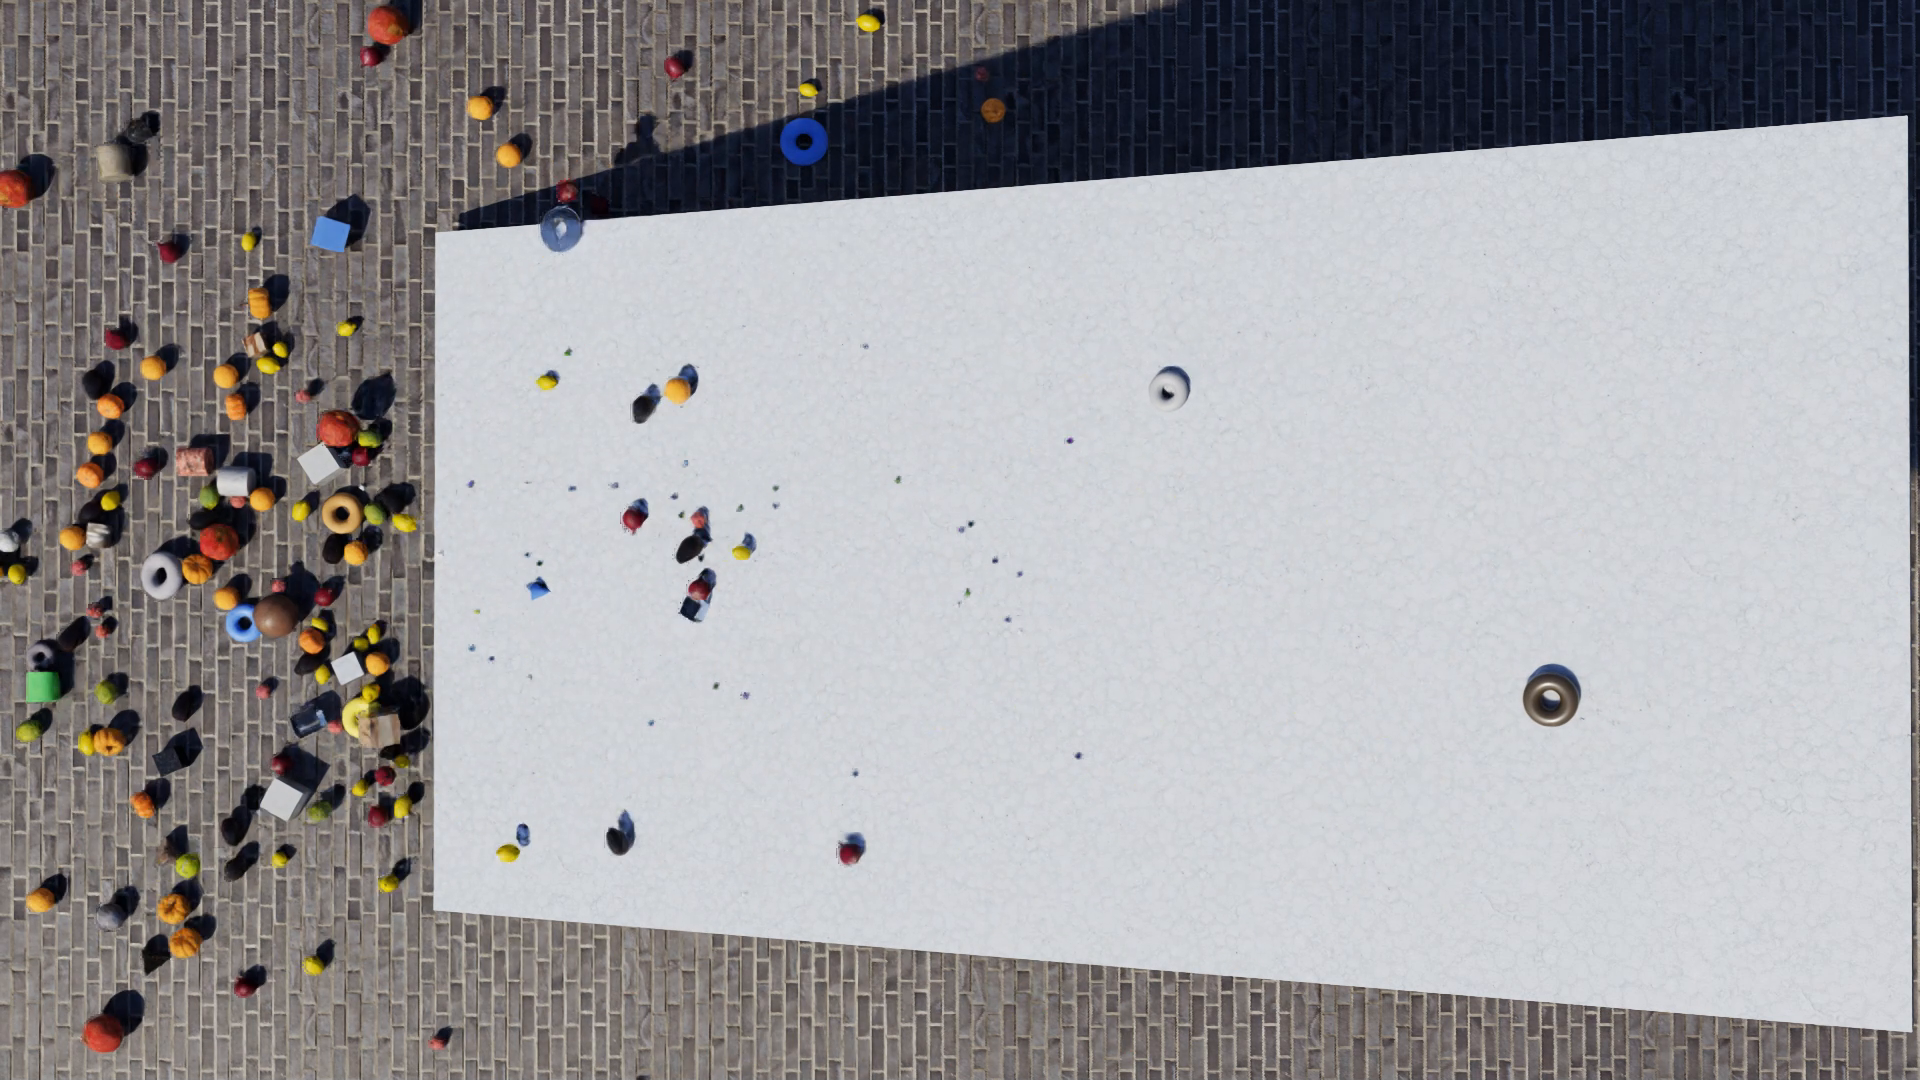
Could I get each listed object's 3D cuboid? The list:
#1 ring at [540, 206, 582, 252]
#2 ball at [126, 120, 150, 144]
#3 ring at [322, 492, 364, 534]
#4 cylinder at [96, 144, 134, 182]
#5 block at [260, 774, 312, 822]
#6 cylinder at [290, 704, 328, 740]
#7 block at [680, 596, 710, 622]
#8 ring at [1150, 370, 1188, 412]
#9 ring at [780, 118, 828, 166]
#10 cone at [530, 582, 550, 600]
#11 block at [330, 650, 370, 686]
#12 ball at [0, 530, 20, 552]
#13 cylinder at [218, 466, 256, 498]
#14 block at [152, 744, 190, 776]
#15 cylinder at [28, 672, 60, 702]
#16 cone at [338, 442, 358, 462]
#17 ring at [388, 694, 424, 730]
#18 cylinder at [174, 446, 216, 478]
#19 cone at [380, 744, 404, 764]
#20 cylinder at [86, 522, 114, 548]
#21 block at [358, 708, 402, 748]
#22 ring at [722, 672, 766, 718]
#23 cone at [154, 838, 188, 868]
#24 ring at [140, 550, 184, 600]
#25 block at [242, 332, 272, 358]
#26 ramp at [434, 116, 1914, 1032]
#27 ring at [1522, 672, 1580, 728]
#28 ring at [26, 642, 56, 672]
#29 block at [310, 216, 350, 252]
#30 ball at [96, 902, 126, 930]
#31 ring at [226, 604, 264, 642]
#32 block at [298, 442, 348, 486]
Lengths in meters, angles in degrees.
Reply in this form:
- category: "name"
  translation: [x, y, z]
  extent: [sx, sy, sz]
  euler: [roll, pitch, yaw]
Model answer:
- category: "ring"
  translation: [-1.141, -0.887, 6.286]
  extent: [0.134, 0.045, 0.134]
  euler: [0, 91, 26]
- category: "ball"
  translation: [-2.454, -1.217, 6.562]
  extent: [0.070, 0.070, 0.070]
  euler: [0, 89, 0]
- category: "ring"
  translation: [-1.842, -0.080, 6.563]
  extent: [0.125, 0.042, 0.125]
  euler: [0, 88, 1]
- category: "cylinder"
  translation: [-2.516, -1.123, 6.550]
  extent: [0.092, 0.092, 0.092]
  euler: [-9, 89, 0]
- category: "block"
  translation: [-2.001, 0.766, 6.527]
  extent: [0.095, 0.095, 0.095]
  euler: [29, 89, 0]
- category: "cylinder"
  translation: [-1.937, 0.541, 6.539]
  extent: [0.077, 0.077, 0.077]
  euler: [-28, 89, 9]
- category: "block"
  translation: [-0.733, 0.191, 6.079]
  extent: [0.052, 0.052, 0.052]
  euler: [32, 102, 22]
- category: "ring"
  translation: [0.522, -0.372, 5.509]
  extent: [0.103, 0.034, 0.103]
  euler: [0, 91, 25]
- category: "ring"
  translation: [-0.466, -1.190, 6.573]
  extent: [0.145, 0.048, 0.145]
  euler: [0, 89, 1]
- category: "cone"
  translation: [-1.201, 0.148, 6.314]
  extent: [0.054, 0.054, 0.054]
  euler: [2, 89, -2]
- category: "block"
  translation: [-1.812, 0.380, 6.541]
  extent: [0.075, 0.075, 0.075]
  euler: [-26, 89, 0]
- category: "ball"
  translation: [-2.833, 0.004, 6.549]
  extent: [0.067, 0.067, 0.067]
  euler: [0, 89, 0]
- category: "cylinder"
  translation: [-2.151, -0.174, 6.541]
  extent: [0.087, 0.087, 0.087]
  euler: [4, 89, 0]
- category: "block"
  translation: [-2.346, 0.657, 6.541]
  extent: [0.069, 0.069, 0.069]
  euler: [-24, 89, 0]
- category: "cylinder"
  translation: [-2.722, 0.435, 6.535]
  extent: [0.086, 0.086, 0.086]
  euler: [-2, 89, 0]
- category: "cone"
  translation: [-1.821, -0.254, 6.573]
  extent: [0.057, 0.057, 0.057]
  euler: [-39, 116, 0]
- category: "ring"
  translation: [-1.654, 0.514, 6.559]
  extent: [0.111, 0.037, 0.111]
  euler: [0, 90, 0]
- category: "cylinder"
  translation: [-2.277, -0.233, 6.543]
  extent: [0.085, 0.085, 0.085]
  euler: [-4, 89, 7]
- category: "cone"
  translation: [-1.681, 0.647, 6.560]
  extent: [0.071, 0.071, 0.071]
  euler: [-36, 116, 0]
- category: "cylinder"
  translation: [-2.563, -0.013, 6.548]
  extent: [0.070, 0.070, 0.070]
  euler: [7, 89, 0]
- category: "block"
  translation: [-1.716, 0.556, 6.494]
  extent: [0.091, 0.091, 0.091]
  euler: [-9, 102, -37]
- category: "ring"
  translation: [-0.589, 0.424, 6.021]
  extent: [0.127, 0.042, 0.127]
  euler: [0, 85, 1]
- category: "cone"
  translation: [-2.339, 0.946, 6.552]
  extent: [0.092, 0.092, 0.092]
  euler: [26, 89, -26]
- category: "ring"
  translation: [-2.374, 0.104, 6.540]
  extent: [0.146, 0.049, 0.146]
  euler: [0, 90, 23]
- category: "block"
  translation: [-2.098, -0.580, 6.561]
  extent: [0.057, 0.057, 0.057]
  euler: [-23, 89, 0]
- category: "ramp"
  translation: [0.282, 0.082, 5.690]
  extent: [4.000, 0.100, 2.000]
  euler: [0, 89, 25]
- category: "ring"
  translation: [1.370, 0.370, 5.100]
  extent: [0.129, 0.043, 0.129]
  euler: [0, 90, 24]
- category: "ring"
  translation: [-2.743, 0.348, 6.565]
  extent: [0.086, 0.029, 0.086]
  euler: [0, 86, 1]
- category: "block"
  translation: [-1.872, -0.907, 6.537]
  extent: [0.084, 0.084, 0.084]
  euler: [15, 89, -27]
- category: "ball"
  translation: [-2.521, 1.117, 6.530]
  extent: [0.081, 0.081, 0.081]
  euler: [0, 89, 0]
- category: "ring"
  translation: [-2.132, 0.247, 6.561]
  extent: [0.116, 0.039, 0.116]
  euler: [0, 88, 0]
- category: "block"
  translation: [-1.895, -0.226, 6.540]
  extent: [0.092, 0.092, 0.092]
  euler: [-33, 89, 0]
